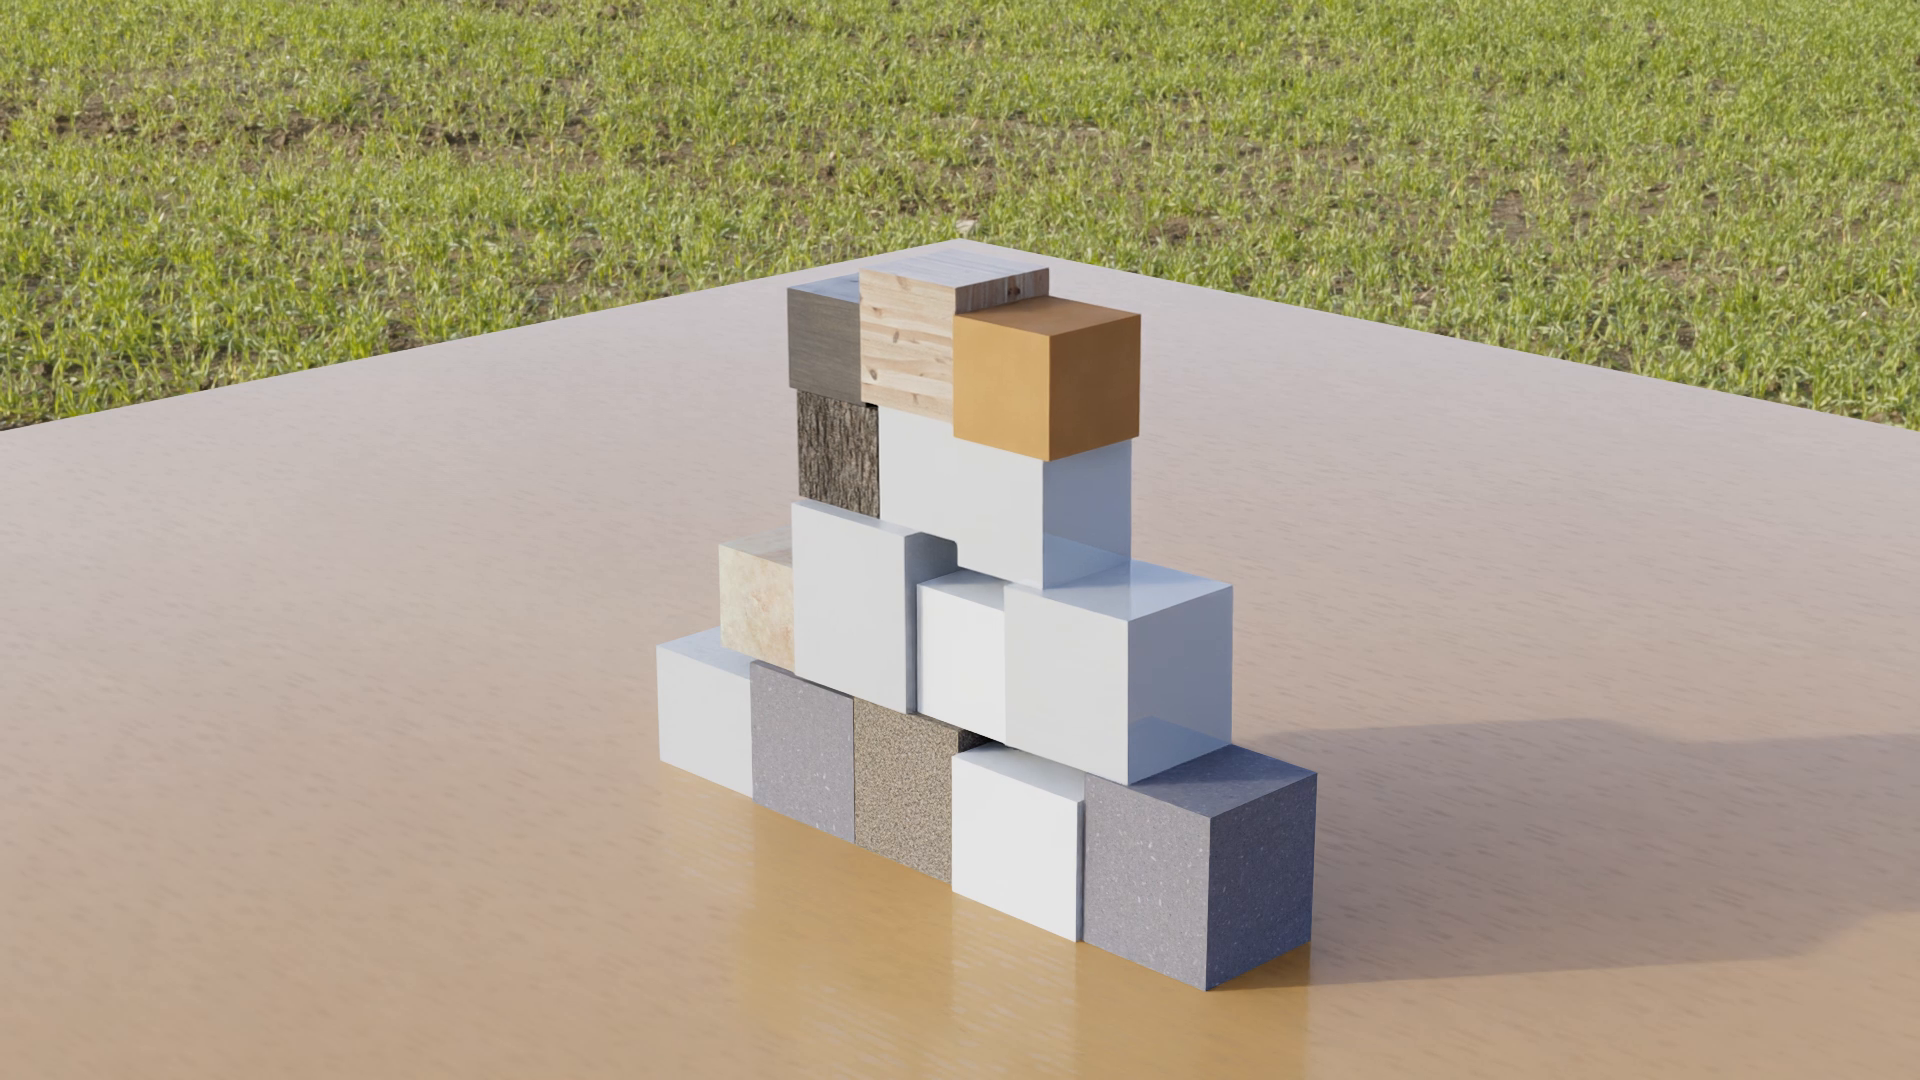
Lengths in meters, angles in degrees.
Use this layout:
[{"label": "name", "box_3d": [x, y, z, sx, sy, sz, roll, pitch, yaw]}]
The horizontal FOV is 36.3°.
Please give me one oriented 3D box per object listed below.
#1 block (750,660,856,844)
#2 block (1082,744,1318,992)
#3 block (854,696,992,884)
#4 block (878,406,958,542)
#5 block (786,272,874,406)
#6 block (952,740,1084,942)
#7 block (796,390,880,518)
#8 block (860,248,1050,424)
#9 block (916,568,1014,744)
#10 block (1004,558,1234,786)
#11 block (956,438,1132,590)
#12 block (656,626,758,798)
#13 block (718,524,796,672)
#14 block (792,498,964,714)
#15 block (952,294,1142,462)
[{"label": "block", "box_3d": [-0.507, 0.935, 14.162, 0.694, 0.725, 0.727, -17, 24, -42]}, {"label": "block", "box_3d": [1.031, 1.372, 12.669, 0.706, 0.787, 0.705, -17, 24, -42]}, {"label": "block", "box_3d": [-0.014, 1.074, 13.665, 0.670, 0.757, 0.682, -17, 24, -42]}, {"label": "block", "box_3d": [-0.001, -0.356, 13.223, 0.516, 0.544, 0.513, -17, 24, -42]}, {"label": "block", "box_3d": [-0.434, -0.931, 13.497, 0.519, 0.472, 0.496, 16, 24, 43]}, {"label": "block", "box_3d": [0.503, 1.277, 13.186, 0.763, 0.656, 0.760, -17, 24, -42]}, {"label": "block", "box_3d": [-0.370, -0.451, 13.601, 0.542, 0.507, 0.541, -17, 24, -42]}, {"label": "block", "box_3d": [-0.023, -0.917, 13.088, 0.591, 0.609, 0.603, -17, 24, -42]}, {"label": "block", "box_3d": [0.237, 0.485, 13.257, 0.629, 0.612, 0.592, -17, 24, -42]}, {"label": "block", "box_3d": [0.690, 0.547, 12.774, 0.682, 0.729, 0.717, -17, 23, -42]}, {"label": "block", "box_3d": [0.372, -0.178, 12.904, 0.570, 0.591, 0.516, -17, 23, -42]}, {"label": "block", "box_3d": [-1.021, 0.827, 14.691, 0.660, 0.614, 0.739, -17, 24, -42]}, {"label": "block", "box_3d": [-0.748, 0.274, 14.193, 0.559, 0.518, 0.617, -17, 24, -42]}, {"label": "block", "box_3d": [-0.245, 0.230, 13.681, 0.755, 0.844, 0.751, -17, 24, -42]}, {"label": "block", "box_3d": [0.375, -0.710, 12.698, 0.574, 0.544, 0.573, -17, 24, -42]}]
